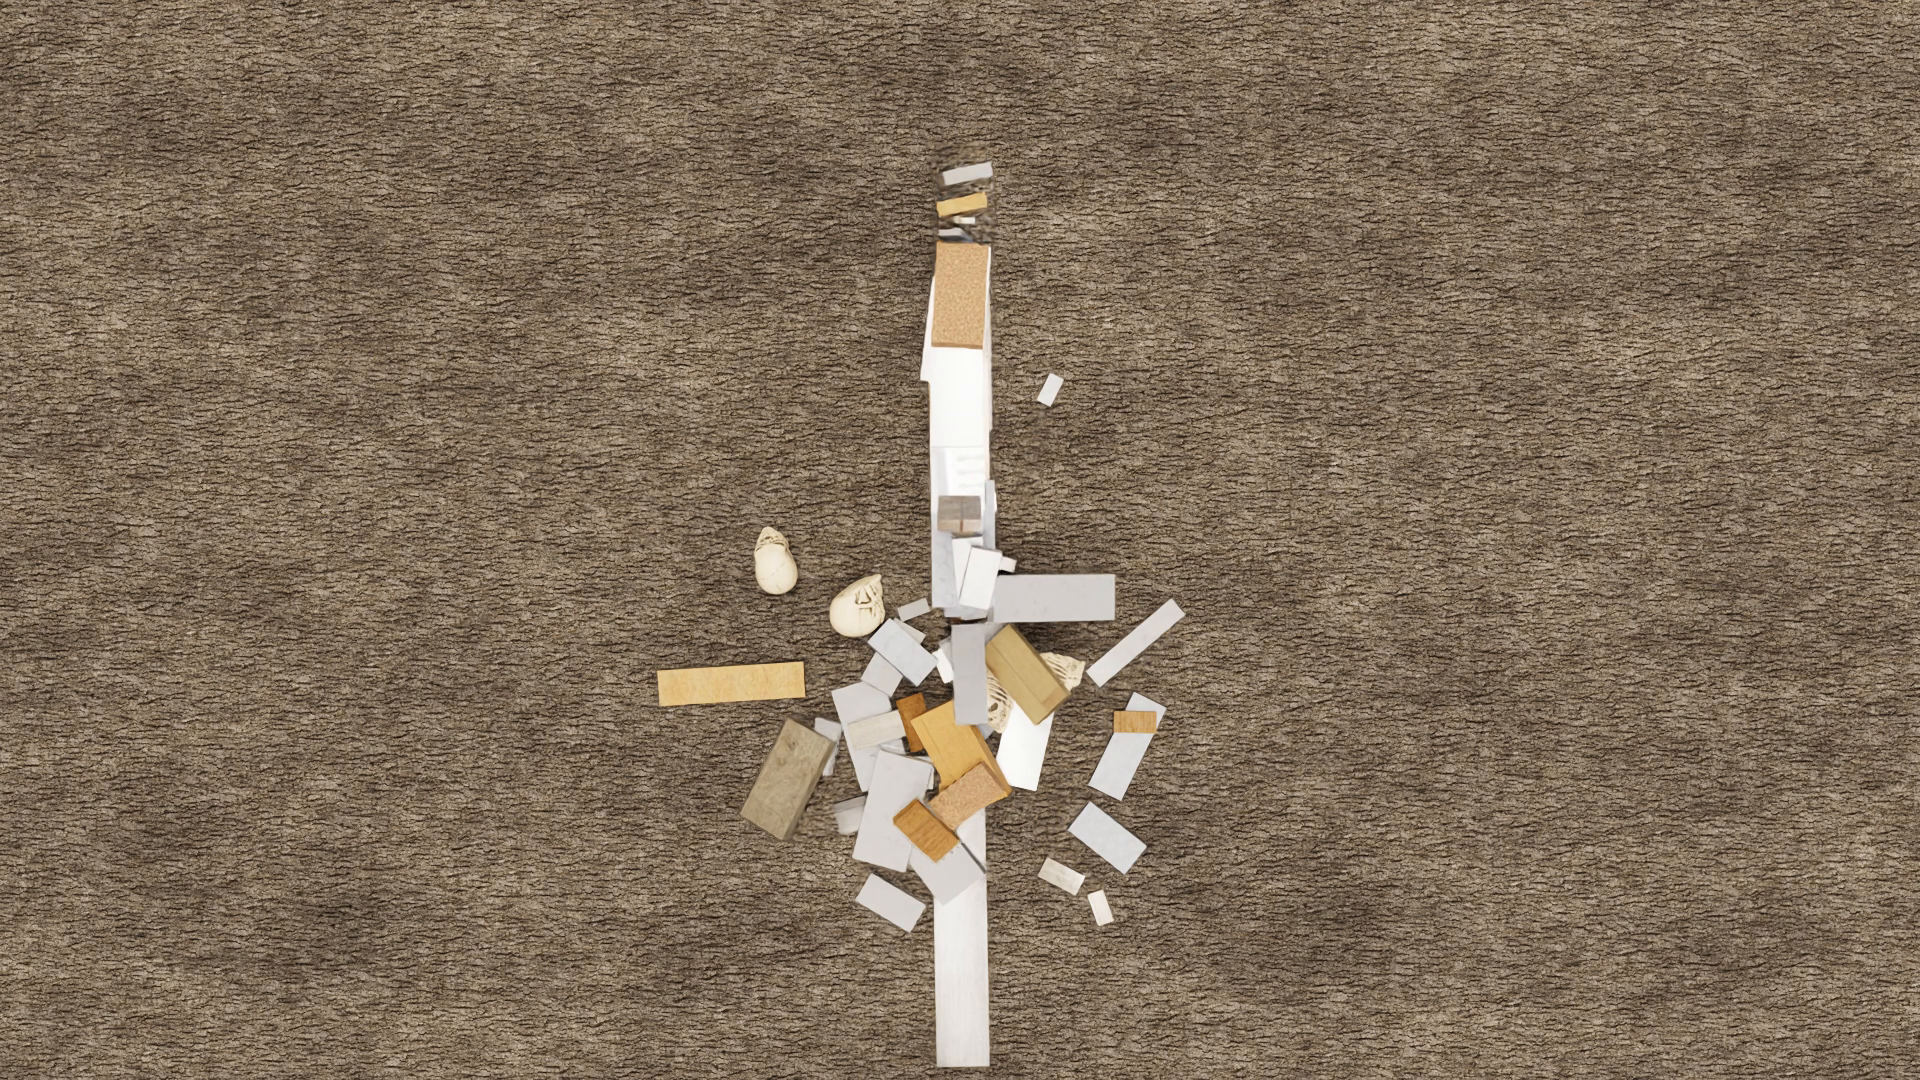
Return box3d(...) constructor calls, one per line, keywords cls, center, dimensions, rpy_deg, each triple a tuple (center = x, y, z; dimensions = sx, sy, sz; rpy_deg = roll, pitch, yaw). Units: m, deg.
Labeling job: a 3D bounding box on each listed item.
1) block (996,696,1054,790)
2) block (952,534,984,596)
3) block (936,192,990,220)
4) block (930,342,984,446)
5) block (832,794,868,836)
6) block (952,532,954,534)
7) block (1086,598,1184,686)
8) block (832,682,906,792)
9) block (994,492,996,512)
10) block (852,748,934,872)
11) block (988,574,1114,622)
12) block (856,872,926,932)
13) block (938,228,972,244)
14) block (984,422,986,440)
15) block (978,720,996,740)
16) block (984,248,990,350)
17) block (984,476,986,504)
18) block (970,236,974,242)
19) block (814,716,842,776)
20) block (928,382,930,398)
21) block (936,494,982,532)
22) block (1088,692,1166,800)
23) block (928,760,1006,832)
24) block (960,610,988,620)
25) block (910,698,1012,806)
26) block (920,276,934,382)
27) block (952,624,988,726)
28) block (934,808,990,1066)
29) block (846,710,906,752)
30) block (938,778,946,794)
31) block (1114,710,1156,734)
box3d(cls="block", center=(0.212, 0.667, 5.479), dimensions=(0.151, 0.043, 0.302), rpy_deg=(13, 90, 0))
box3d(cls="block", center=(0.026, 0.068, 4.391), dimensions=(0.081, 0.023, 0.163), rpy_deg=(-6, 110, 0))
box3d(cls="block", center=(0.011, -0.893, 4.426), dimensions=(0.128, 0.458, 0.036), rpy_deg=(-11, 99, 3))
box3d(cls="block", center=(-0.007, -0.362, 4.103), dimensions=(0.129, 0.036, 0.257), rpy_deg=(-1, 93, 0))
box3d(cls="block", center=(-0.308, 0.899, 5.485), dimensions=(0.212, 0.030, 0.106), rpy_deg=(-16, 90, 0))
box3d(cls="block", center=(0.003, -0.057, 4.390), dimensions=(0.051, 0.014, 0.102), rpy_deg=(-5, 133, 0))
box3d(cls="block", center=(0.583, 0.342, 5.490), dimensions=(0.374, 0.020, 0.071), rpy_deg=(-40, 90, 0))
box3d(cls="block", center=(-0.292, 0.641, 5.475), dimensions=(0.175, 0.049, 0.349), rpy_deg=(-17, 90, 0))
box3d(cls="block", center=(0.013, -0.098, 4.648), dimensions=(0.170, 0.339, 0.048), rpy_deg=(-4, 90, 0))
box3d(cls="block", center=(-0.219, 0.883, 5.388), dimensions=(0.179, 0.051, 0.364), rpy_deg=(14, 92, 6))
box3d(cls="block", center=(0.300, 0.189, 5.372), dimensions=(0.460, 0.043, 0.151), rpy_deg=(0, 90, -28))
box3d(cls="block", center=(-0.230, 1.204, 5.485), dimensions=(0.212, 0.030, 0.106), rpy_deg=(31, 90, 0))
box3d(cls="block", center=(-0.011, -0.783, 4.264), dimensions=(0.058, 0.116, 0.016), rpy_deg=(2, 87, 15))
box3d(cls="block", center=(-0.002, -0.268, 4.312), dimensions=(0.132, 0.291, 0.037), rpy_deg=(-1, 85, 0))
box3d(cls="block", center=(0.062, 0.608, 5.492), dimensions=(0.110, 0.016, 0.055), rpy_deg=(42, 90, 0))
box3d(cls="block", center=(0.006, -0.612, 4.168), dimensions=(0.128, 0.036, 0.257), rpy_deg=(3, 91, 0))
box3d(cls="block", center=(0.001, -0.124, 4.298), dimensions=(0.132, 0.264, 0.037), rpy_deg=(-5, 84, 0))
box3d(cls="block", center=(-0.001, -0.806, 4.419), dimensions=(0.058, 0.116, 0.016), rpy_deg=(1, 101, 9))
box3d(cls="block", center=(-0.451, 0.682, 5.462), dimensions=(0.089, 0.025, 0.178), rpy_deg=(15, 96, 24))
box3d(cls="block", center=(-0.008, -0.423, 4.717), dimensions=(0.158, 0.427, 0.045), rpy_deg=(1, 90, 0))
box3d(cls="block", center=(-0.001, -0.066, 4.021), dimensions=(0.106, 0.212, 0.030), rpy_deg=(1, 108, 0))
box3d(cls="block", center=(0.555, 0.684, 5.483), dimensions=(0.120, 0.034, 0.343), rpy_deg=(26, 90, 0))
box3d(cls="block", center=(0.022, 0.832, 5.364), dimensions=(0.239, 0.034, 0.120), rpy_deg=(-40, 87, 22))
box3d(cls="block", center=(0.209, 0.192, 5.368), dimensions=(0.473, 0.023, 0.081), rpy_deg=(-6, 94, -30))
box3d(cls="block", center=(0.004, 0.705, 5.389), dimensions=(0.179, 0.051, 0.358), rpy_deg=(-28, 91, 22))
box3d(cls="block", center=(-0.020, -0.521, 4.132), dimensions=(0.129, 0.036, 0.257), rpy_deg=(7, 93, 0))
box3d(cls="block", center=(0.031, 0.436, 5.335), dimensions=(0.106, 0.030, 0.327), rpy_deg=(-2, 74, -1))
box3d(cls="block", center=(0.003, 1.307, 5.475), dimensions=(0.175, 0.049, 0.866), rpy_deg=(-1, 90, 0))
box3d(cls="block", center=(-0.276, 0.627, 5.438), dimensions=(0.178, 0.025, 0.089), rpy_deg=(-17, 90, 0))
box3d(cls="block", center=(-0.040, 0.816, 5.492), dimensions=(0.055, 0.016, 0.110), rpy_deg=(8, 90, 0))
box3d(cls="block", center=(0.579, 0.602, 5.456), dimensions=(0.141, 0.020, 0.071), rpy_deg=(2, 90, 0))
